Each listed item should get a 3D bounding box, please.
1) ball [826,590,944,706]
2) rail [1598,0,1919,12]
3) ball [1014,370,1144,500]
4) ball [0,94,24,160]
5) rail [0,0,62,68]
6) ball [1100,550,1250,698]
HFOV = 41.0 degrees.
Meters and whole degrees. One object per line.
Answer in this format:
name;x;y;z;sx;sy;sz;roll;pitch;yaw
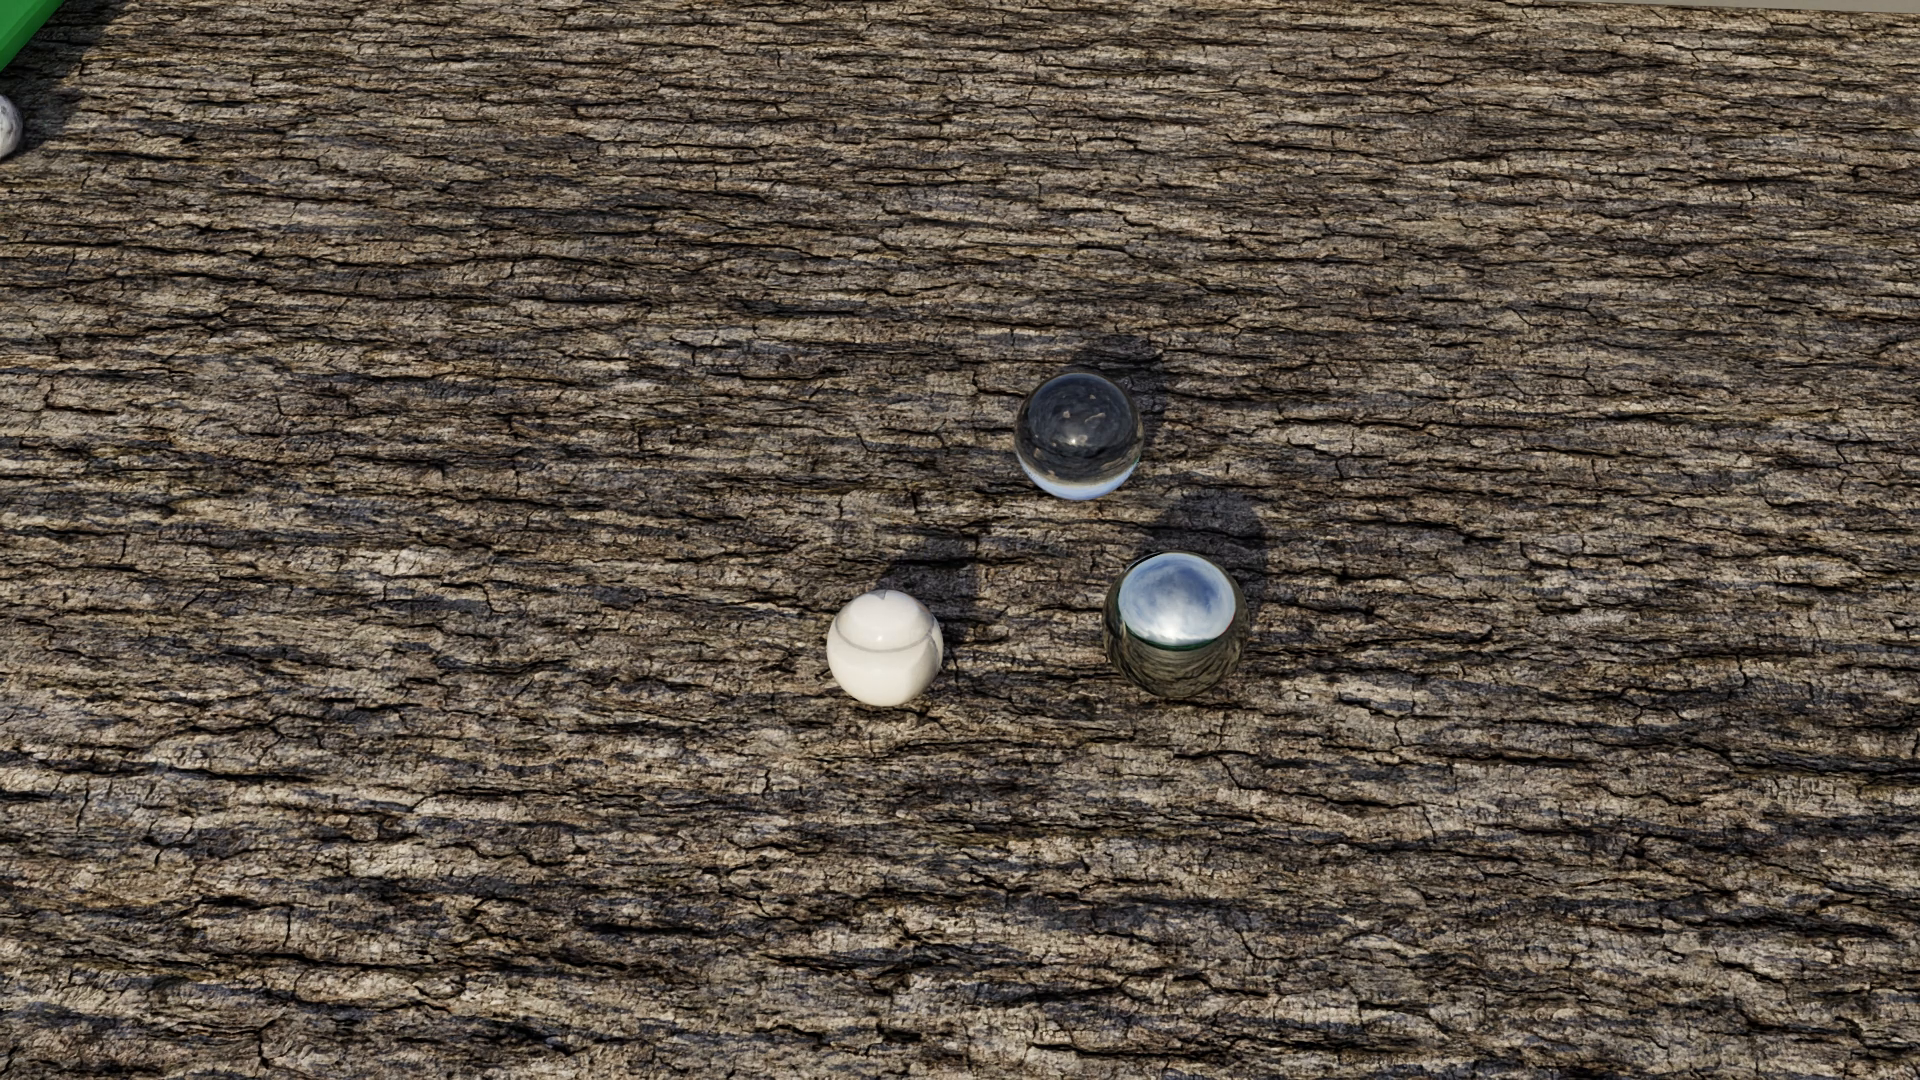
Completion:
ball;-0.047;0.068;1.612;0.074;0.074;0.074;0;36;0
rail;1.036;-0.541;2.419;3.822;0.122;0.045;3;36;4
ball;0.083;-0.073;1.794;0.091;0.091;0.091;0;36;0
ball;-0.842;-0.358;2.217;0.061;0.061;0.061;0;36;0
rail;-0.928;-0.067;1.757;0.045;0.122;2.008;3;36;4
ball;0.135;0.053;1.616;0.094;0.094;0.094;0;36;0
